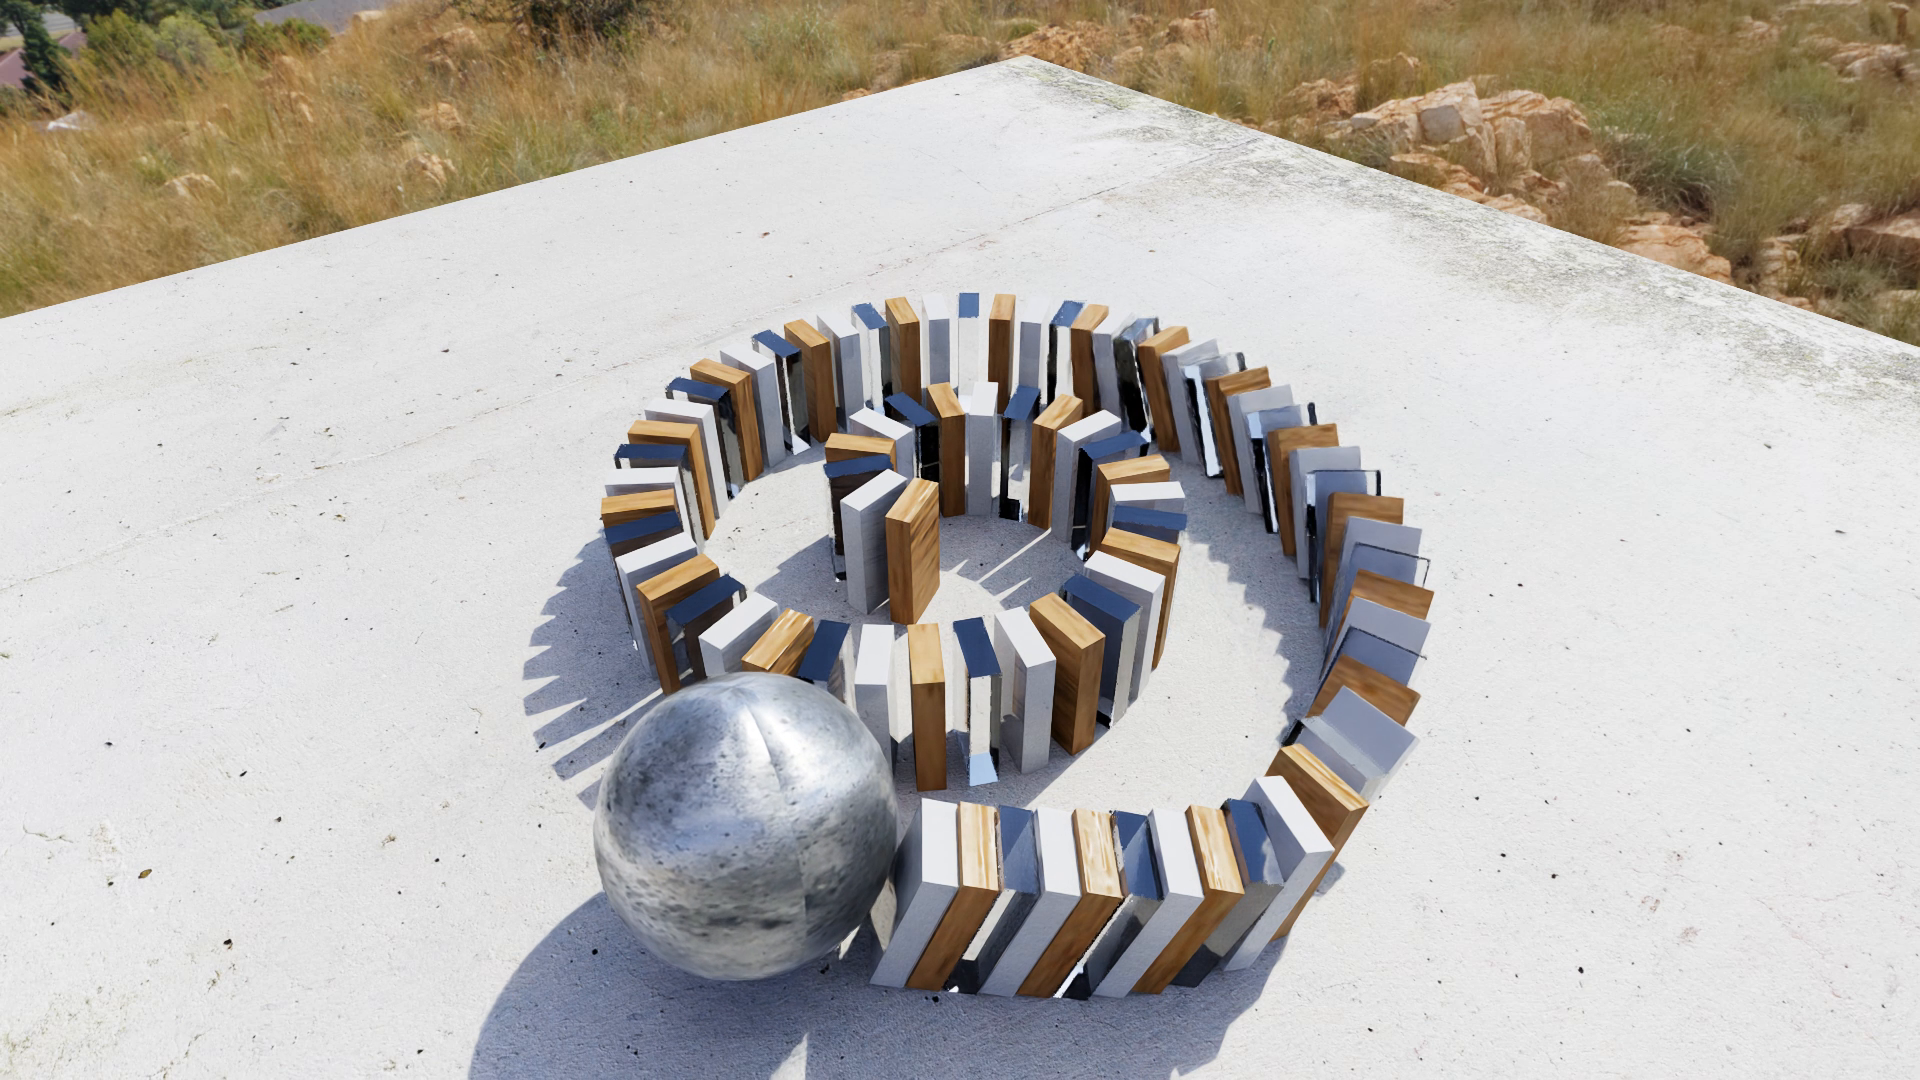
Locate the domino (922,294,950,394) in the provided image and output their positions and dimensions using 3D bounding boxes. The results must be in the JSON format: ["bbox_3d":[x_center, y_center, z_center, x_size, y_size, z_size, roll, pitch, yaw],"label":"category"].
[{"bbox_3d":[-0.011,-0.087,0.518,0.009,0.050,0.025,-6,40,-7],"label":"domino"}]

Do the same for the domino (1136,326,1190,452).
[{"bbox_3d":[0.096,-0.068,0.494,0.025,0.050,0.009,-34,28,-34],"label":"domino"}]

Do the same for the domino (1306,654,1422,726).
[{"bbox_3d":[0.118,0.064,0.341,0.025,0.009,0.050,29,90,31],"label":"domino"}]

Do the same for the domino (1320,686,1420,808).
[{"bbox_3d":[0.111,0.072,0.330,0.025,0.010,0.050,39,95,34],"label":"domino"}]

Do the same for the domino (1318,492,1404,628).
[{"bbox_3d":[0.148,0.009,0.407,0.025,0.050,0.010,5,-5,6],"label":"domino"}]

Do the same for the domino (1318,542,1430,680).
[{"bbox_3d":[0.144,0.028,0.384,0.025,0.009,0.050,15,86,17],"label":"domino"}]

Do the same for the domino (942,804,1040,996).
[{"bbox_3d":[0.007,0.097,0.293,0.010,0.050,0.025,13,38,-13],"label":"domino"}]

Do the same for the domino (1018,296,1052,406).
[{"bbox_3d":[0.035,-0.085,0.516,0.009,0.050,0.025,9,40,11],"label":"domino"}]

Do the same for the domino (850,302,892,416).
[{"bbox_3d":[-0.041,-0.082,0.511,0.009,0.050,0.025,-16,42,-19],"label":"domino"}]

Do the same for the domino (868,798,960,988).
[{"bbox_3d":[-0.013,0.095,0.295,0.009,0.050,0.025,13,38,-13],"label":"domino"}]

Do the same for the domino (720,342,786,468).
[{"bbox_3d":[-0.091,-0.059,0.484,0.025,0.050,0.009,30,48,31],"label":"domino"}]

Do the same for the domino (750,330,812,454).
[{"bbox_3d":[-0.080,-0.066,0.492,0.009,0.050,0.025,-29,47,-30],"label":"domino"}]

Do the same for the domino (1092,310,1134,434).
[{"bbox_3d":[0.073,-0.077,0.505,0.009,0.050,0.025,10,39,31],"label":"domino"}]

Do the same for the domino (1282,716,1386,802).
[{"bbox_3d":[0.097,0.078,0.316,0.009,0.050,0.025,-1,33,-41],"label":"domino"}]

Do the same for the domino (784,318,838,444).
[{"bbox_3d":[-0.068,-0.072,0.499,0.010,0.050,0.025,-24,45,-26],"label":"domino"}]

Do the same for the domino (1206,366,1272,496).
[{"bbox_3d":[0.123,-0.047,0.471,0.025,0.050,0.009,-16,9,-19],"label":"domino"}]

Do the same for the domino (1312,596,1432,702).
[{"bbox_3d":[0.133,0.047,0.362,0.025,0.010,0.050,21,87,24],"label":"domino"}]

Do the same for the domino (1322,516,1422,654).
[{"bbox_3d":[0.148,0.019,0.395,0.025,0.010,0.050,11,86,13],"label":"domino"}]

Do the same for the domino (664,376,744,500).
[{"bbox_3d":[-0.107,-0.043,0.463,0.025,0.050,0.010,14,41,17],"label":"domino"}]

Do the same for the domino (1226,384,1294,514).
[{"bbox_3d":[0.130,-0.038,0.461,0.025,0.050,0.009,-13,5,-15],"label":"domino"}]

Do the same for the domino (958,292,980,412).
[{"bbox_3d":[0.004,-0.088,0.519,0.010,0.050,0.025,1,39,1],"label":"domino"}]

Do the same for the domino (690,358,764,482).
[{"bbox_3d":[-0.100,-0.051,0.474,0.025,0.050,0.009,21,44,24],"label":"domino"}]

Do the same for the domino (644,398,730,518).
[{"bbox_3d":[-0.112,-0.033,0.452,0.025,0.050,0.009,9,40,11],"label":"domino"}]

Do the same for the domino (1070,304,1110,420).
[{"bbox_3d":[0.061,-0.080,0.509,0.009,0.050,0.025,11,40,24],"label":"domino"}]

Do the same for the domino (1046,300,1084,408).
[{"bbox_3d":[0.049,-0.083,0.512,0.009,0.050,0.025,12,41,17],"label":"domino"}]

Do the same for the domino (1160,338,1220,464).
[{"bbox_3d":[0.106,-0.062,0.487,0.025,0.050,0.010,-26,20,-28],"label":"domino"}]

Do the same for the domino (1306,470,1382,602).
[{"bbox_3d":[0.147,-0.001,0.419,0.025,0.050,0.009,0,-4,-1],"label":"domino"}]

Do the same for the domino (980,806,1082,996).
[{"bbox_3d":[0.017,0.097,0.293,0.010,0.050,0.025,13,38,-13],"label":"domino"}]

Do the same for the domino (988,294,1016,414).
[{"bbox_3d":[0.019,-0.087,0.518,0.010,0.050,0.025,5,40,6],"label":"domino"}]

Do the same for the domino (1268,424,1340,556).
[{"bbox_3d":[0.140,-0.020,0.441,0.025,0.050,0.009,-7,-1,-9],"label":"domino"}]

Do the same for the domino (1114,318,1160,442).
[{"bbox_3d":[0.084,-0.073,0.500,0.009,0.050,0.025,8,36,38],"label":"domino"}]

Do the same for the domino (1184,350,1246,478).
[{"bbox_3d":[0.115,-0.055,0.479,0.025,0.050,0.009,-20,14,-23],"label":"domino"}]

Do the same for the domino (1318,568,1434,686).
[{"bbox_3d":[0.140,0.038,0.372,0.025,0.010,0.050,19,86,21],"label":"domino"}]

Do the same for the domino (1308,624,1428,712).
[{"bbox_3d":[0.126,0.055,0.351,0.025,0.010,0.050,25,88,27],"label":"domino"}]

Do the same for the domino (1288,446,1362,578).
[{"bbox_3d":[0.144,-0.011,0.430,0.025,0.050,0.010,-3,-3,-4],"label":"domino"}]

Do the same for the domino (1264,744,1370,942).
[{"bbox_3d":[0.091,0.085,0.308,0.009,0.050,0.025,-2,33,-39],"label":"domino"}]

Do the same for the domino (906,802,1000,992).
[{"bbox_3d":[-0.003,0.096,0.294,0.010,0.050,0.025,13,38,-13],"label":"domino"}]

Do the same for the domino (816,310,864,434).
[{"bbox_3d":[-0.055,-0.077,0.506,0.009,0.050,0.025,-20,43,-23],"label":"domino"}]

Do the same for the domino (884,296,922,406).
[{"bbox_3d":[-0.026,-0.085,0.515,0.009,0.050,0.025,-12,41,-14],"label":"domino"}]

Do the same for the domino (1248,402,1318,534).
[{"bbox_3d":[0.136,-0.029,0.451,0.025,0.050,0.009,-10,2,-12],"label":"domino"}]
